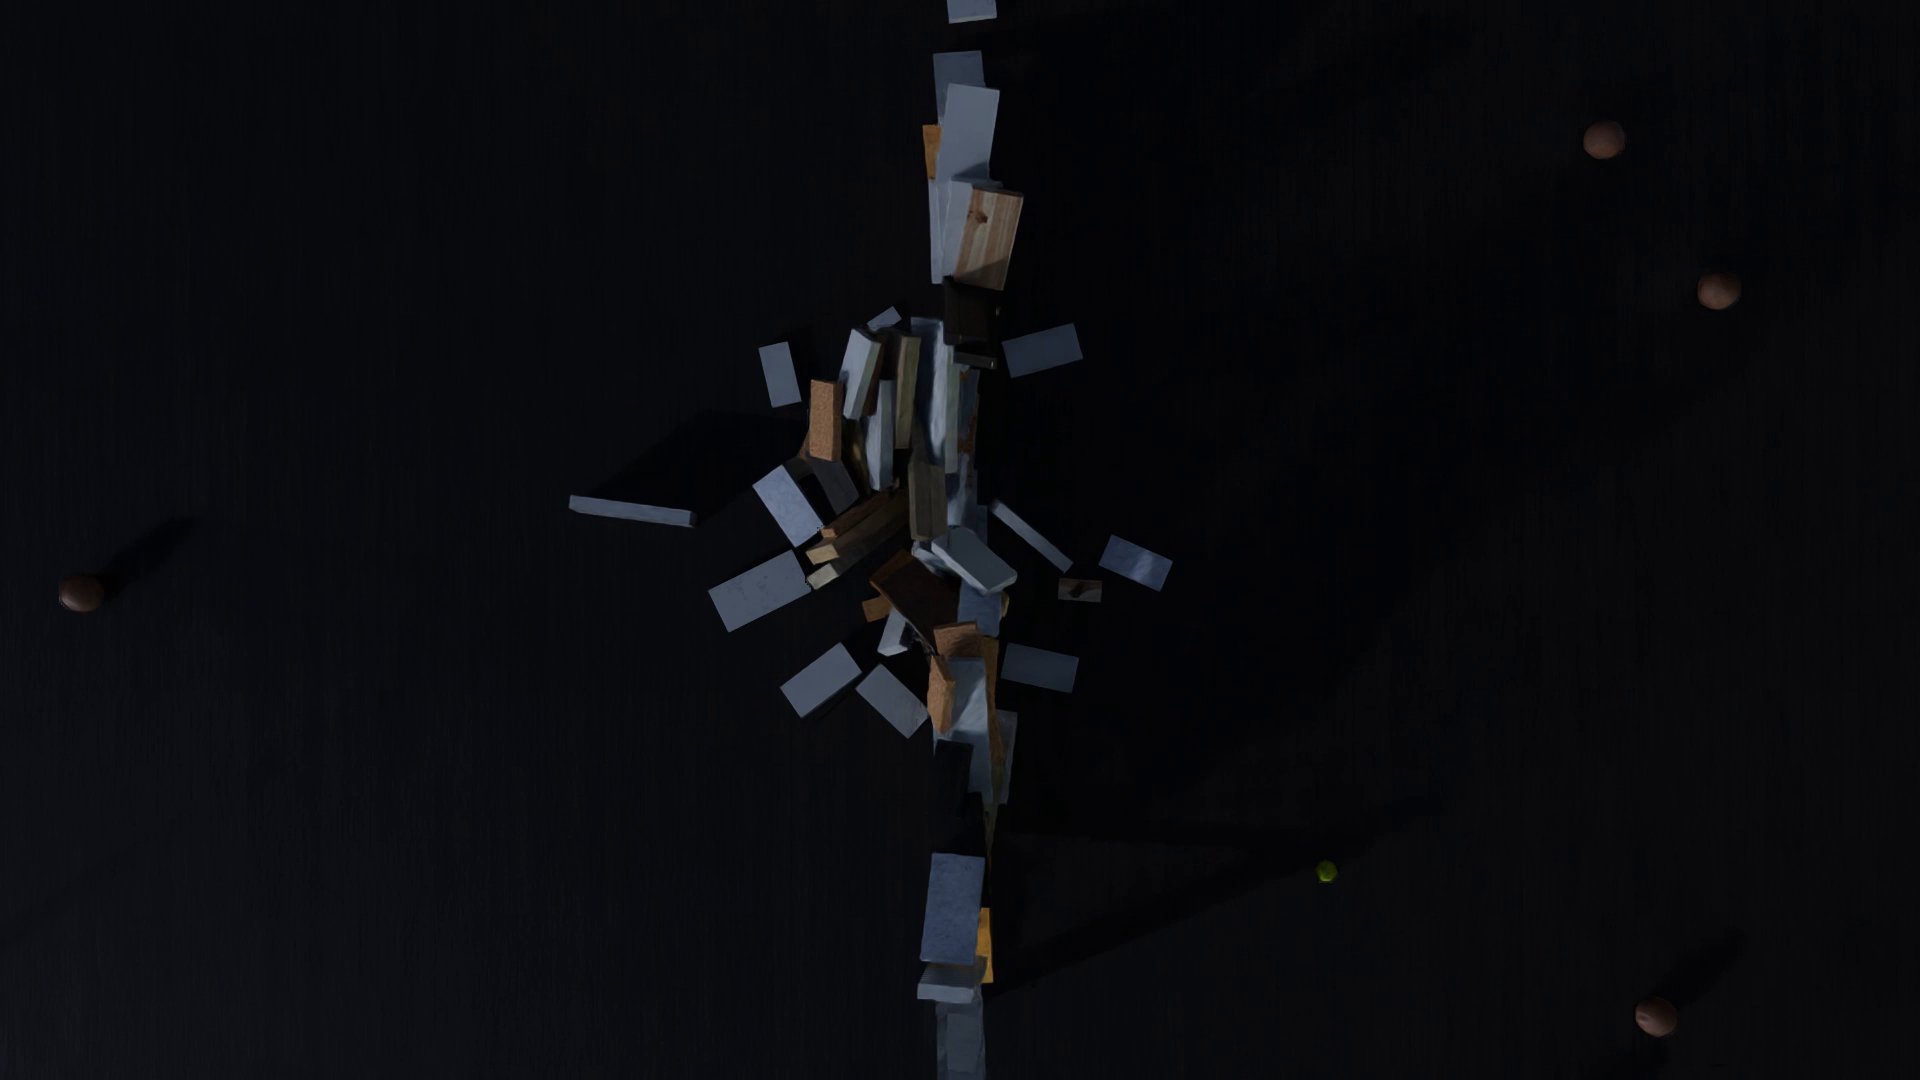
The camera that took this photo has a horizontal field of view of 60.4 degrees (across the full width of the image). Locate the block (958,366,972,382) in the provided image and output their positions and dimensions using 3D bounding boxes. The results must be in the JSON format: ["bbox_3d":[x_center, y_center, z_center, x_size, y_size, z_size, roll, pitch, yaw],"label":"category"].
[{"bbox_3d":[0.013,-0.566,5.346,0.049,0.014,0.098,14,69,3],"label":"block"}]

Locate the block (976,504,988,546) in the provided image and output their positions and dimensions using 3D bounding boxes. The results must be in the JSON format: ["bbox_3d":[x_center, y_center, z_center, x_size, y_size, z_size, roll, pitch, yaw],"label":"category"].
[{"bbox_3d":[0.004,0.054,5.421,0.173,0.049,0.347,1,71,0],"label":"block"}]

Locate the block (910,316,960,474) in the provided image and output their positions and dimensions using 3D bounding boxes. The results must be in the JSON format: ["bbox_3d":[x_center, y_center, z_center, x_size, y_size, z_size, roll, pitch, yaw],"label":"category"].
[{"bbox_3d":[-0.083,-0.467,5.302,0.051,0.180,0.485,-10,107,-41],"label":"block"}]

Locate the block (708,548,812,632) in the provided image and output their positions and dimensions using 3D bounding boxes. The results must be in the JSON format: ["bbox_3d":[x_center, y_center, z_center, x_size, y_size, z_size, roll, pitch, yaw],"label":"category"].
[{"bbox_3d":[-0.661,0.168,5.478,0.310,0.044,0.155,-26,90,0],"label":"block"}]

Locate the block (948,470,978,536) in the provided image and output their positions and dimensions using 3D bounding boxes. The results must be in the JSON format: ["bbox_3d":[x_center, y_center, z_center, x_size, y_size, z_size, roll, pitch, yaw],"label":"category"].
[{"bbox_3d":[-0.002,-0.121,5.436,0.118,0.034,0.237,1,66,0],"label":"block"}]

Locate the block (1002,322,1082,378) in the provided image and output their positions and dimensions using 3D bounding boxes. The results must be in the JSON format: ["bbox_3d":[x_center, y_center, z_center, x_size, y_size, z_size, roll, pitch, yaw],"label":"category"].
[{"bbox_3d":[0.273,-0.629,5.483,0.247,0.035,0.123,-15,90,0],"label":"block"}]

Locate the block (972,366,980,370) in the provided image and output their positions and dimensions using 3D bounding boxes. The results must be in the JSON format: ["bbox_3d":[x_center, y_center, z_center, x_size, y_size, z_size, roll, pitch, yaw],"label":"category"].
[{"bbox_3d":[0.028,-0.640,5.401,0.098,0.028,0.195,9,88,3],"label":"block"}]

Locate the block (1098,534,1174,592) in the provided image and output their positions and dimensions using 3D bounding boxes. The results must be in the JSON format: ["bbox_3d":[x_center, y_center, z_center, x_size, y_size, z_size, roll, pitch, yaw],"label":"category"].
[{"bbox_3d":[0.583,0.077,5.484,0.223,0.032,0.112,24,90,0],"label":"block"}]

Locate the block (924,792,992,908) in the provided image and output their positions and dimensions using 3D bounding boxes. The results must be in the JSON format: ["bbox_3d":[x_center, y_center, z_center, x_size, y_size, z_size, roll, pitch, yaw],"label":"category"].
[{"bbox_3d":[-0.006,0.919,4.869,0.168,0.048,0.336,-5,82,5],"label":"block"}]

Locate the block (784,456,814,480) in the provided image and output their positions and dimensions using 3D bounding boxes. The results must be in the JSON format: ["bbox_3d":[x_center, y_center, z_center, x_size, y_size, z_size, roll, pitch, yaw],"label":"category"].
[{"bbox_3d":[-0.514,-0.254,5.489,0.150,0.021,0.075,-30,90,0],"label":"block"}]

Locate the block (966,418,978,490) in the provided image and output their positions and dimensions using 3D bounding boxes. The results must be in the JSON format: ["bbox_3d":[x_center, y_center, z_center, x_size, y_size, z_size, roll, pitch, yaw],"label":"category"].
[{"bbox_3d":[-0.010,-0.290,5.453,0.118,0.034,0.237,4,76,1],"label":"block"}]

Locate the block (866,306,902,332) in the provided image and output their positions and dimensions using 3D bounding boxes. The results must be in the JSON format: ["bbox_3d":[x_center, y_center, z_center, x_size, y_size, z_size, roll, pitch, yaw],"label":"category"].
[{"bbox_3d":[-0.252,-0.728,5.493,0.105,0.015,0.053,-33,90,0],"label":"block"}]

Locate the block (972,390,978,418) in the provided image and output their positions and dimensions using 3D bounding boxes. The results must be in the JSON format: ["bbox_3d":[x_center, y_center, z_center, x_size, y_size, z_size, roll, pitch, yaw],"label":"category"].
[{"bbox_3d":[0.003,-0.514,5.449,0.114,0.032,0.228,1,72,0],"label":"block"}]

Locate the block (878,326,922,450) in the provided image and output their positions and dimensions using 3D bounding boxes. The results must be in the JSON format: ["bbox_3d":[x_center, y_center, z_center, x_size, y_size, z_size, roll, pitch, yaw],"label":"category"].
[{"bbox_3d":[-0.213,-0.489,5.291,0.051,0.180,0.360,-4,109,-33],"label":"block"}]

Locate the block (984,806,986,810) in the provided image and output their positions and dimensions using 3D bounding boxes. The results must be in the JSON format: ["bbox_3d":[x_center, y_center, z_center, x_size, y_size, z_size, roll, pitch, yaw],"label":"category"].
[{"bbox_3d":[0.030,0.863,4.991,0.065,0.018,0.130,15,91,4],"label":"block"}]

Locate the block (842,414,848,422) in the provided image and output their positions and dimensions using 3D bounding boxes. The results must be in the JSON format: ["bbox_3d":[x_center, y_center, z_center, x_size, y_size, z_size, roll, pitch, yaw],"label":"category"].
[{"bbox_3d":[-0.387,-0.416,5.486,0.199,0.028,0.099,7,90,0],"label":"block"}]

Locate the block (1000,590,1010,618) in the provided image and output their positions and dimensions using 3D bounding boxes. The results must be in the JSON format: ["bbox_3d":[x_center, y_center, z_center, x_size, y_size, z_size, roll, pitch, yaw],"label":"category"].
[{"bbox_3d":[0.138,0.208,5.452,0.013,0.095,0.047,-28,55,-32],"label":"block"}]

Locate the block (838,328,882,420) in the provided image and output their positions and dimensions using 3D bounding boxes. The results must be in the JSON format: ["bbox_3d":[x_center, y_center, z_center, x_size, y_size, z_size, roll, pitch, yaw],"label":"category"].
[{"bbox_3d":[-0.329,-0.525,5.219,0.037,0.130,0.260,4,113,-35],"label":"block"}]

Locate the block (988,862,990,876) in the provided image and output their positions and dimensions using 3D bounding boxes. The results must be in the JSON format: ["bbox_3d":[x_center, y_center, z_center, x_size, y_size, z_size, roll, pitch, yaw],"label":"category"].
[{"bbox_3d":[0.022,1.156,5.245,0.149,0.042,0.299,-2,85,4],"label":"block"}]

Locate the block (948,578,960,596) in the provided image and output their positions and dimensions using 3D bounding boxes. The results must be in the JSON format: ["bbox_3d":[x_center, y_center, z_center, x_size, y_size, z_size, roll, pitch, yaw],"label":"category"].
[{"bbox_3d":[0.041,0.146,5.290,0.144,0.020,0.072,-18,80,-1],"label":"block"}]

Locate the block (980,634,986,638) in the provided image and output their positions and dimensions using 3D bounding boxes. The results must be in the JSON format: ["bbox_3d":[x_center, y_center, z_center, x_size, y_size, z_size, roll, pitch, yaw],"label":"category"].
[{"bbox_3d":[-0.004,0.257,5.401,0.173,0.049,0.347,1,63,0],"label":"block"}]

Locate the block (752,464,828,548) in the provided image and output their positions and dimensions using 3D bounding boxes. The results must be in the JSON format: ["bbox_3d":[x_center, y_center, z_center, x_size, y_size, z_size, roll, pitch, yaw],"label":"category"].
[{"bbox_3d":[-0.564,-0.114,5.469,0.126,0.036,0.253,-35,90,12],"label":"block"}]

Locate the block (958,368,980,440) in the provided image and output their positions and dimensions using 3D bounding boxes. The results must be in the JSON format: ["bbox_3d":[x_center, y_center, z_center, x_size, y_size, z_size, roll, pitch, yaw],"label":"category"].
[{"bbox_3d":[-0.011,-0.452,5.377,0.114,0.032,0.228,11,95,2],"label":"block"}]

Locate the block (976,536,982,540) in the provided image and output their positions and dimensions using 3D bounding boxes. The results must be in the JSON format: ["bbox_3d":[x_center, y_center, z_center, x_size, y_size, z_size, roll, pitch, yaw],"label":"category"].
[{"bbox_3d":[0.036,0.030,5.342,0.047,0.013,0.095,12,72,4],"label":"block"}]

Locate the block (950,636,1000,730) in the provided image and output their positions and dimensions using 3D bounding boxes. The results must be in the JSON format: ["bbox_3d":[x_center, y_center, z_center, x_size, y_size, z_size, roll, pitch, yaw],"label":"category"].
[{"bbox_3d":[0.035,0.433,4.968,0.146,0.041,0.292,5,108,4],"label":"block"}]

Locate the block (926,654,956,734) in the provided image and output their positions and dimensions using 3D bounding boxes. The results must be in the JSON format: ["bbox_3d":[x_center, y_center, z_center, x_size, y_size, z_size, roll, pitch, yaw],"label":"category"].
[{"bbox_3d":[-0.057,0.454,4.864,0.031,0.110,0.220,-11,134,-19],"label":"block"}]

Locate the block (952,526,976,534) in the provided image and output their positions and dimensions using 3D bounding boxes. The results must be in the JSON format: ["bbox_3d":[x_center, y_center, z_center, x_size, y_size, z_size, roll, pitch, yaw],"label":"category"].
[{"bbox_3d":[-0.012,0.028,5.322,0.072,0.020,0.144,12,70,33],"label":"block"}]

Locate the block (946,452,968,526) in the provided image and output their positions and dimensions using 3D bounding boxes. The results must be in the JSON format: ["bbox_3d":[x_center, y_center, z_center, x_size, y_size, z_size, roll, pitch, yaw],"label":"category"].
[{"bbox_3d":[-0.041,-0.162,5.354,0.118,0.034,0.237,-4,73,36],"label":"block"}]

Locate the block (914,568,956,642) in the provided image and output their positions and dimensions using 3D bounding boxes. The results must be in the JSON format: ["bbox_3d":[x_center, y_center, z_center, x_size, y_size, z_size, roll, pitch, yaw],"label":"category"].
[{"bbox_3d":[-0.033,0.179,5.327,0.173,0.049,0.347,19,73,6],"label":"block"}]

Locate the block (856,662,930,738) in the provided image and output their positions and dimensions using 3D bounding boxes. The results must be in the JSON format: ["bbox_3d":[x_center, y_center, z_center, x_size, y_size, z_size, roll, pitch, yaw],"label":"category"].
[{"bbox_3d":[-0.219,0.532,5.472,0.242,0.034,0.121,44,90,-5],"label":"block"}]

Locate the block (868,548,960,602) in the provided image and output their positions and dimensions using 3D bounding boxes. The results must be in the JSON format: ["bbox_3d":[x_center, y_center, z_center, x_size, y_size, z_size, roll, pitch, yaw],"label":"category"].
[{"bbox_3d":[-0.127,0.167,5.113,0.149,0.042,0.299,-42,61,-15],"label":"block"}]

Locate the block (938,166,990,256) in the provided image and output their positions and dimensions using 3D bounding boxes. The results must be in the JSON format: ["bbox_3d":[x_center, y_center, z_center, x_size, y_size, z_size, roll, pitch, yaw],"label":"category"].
[{"bbox_3d":[0.014,-1.047,5.334,0.169,0.048,0.338,-2,105,-1],"label":"block"}]

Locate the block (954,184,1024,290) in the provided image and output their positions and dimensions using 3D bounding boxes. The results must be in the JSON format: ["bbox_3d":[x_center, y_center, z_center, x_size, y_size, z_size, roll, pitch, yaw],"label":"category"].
[{"bbox_3d":[0.089,-0.951,5.199,0.159,0.045,0.319,8,123,-8],"label":"block"}]

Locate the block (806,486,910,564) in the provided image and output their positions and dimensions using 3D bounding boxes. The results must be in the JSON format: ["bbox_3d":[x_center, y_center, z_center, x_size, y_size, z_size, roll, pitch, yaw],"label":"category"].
[{"bbox_3d":[-0.312,-0.047,5.259,0.353,0.176,0.050,-38,102,-31],"label":"block"}]

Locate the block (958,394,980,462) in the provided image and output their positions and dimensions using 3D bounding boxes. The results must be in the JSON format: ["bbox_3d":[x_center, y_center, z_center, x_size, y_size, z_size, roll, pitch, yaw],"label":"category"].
[{"bbox_3d":[-0.007,-0.378,5.439,0.114,0.032,0.228,8,72,3],"label":"block"}]

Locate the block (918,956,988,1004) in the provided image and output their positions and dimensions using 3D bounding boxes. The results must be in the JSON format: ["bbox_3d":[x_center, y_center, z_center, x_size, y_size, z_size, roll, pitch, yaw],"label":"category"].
[{"bbox_3d":[-0.019,1.248,4.714,0.154,0.308,0.044,4,93,8],"label":"block"}]

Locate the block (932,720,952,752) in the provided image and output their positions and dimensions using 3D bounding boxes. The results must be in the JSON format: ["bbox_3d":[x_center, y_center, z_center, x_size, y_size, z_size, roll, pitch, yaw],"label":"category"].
[{"bbox_3d":[0.001,0.710,5.323,0.169,0.048,0.338,-3,92,0],"label":"block"}]

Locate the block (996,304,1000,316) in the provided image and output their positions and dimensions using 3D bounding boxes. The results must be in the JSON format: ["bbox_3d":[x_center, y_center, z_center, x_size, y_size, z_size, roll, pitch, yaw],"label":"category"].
[{"bbox_3d":[0.036,-0.778,5.381,0.184,0.092,0.026,36,129,33],"label":"block"}]

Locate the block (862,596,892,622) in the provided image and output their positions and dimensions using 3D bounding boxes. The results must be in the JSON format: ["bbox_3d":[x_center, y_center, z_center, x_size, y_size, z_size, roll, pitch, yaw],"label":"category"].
[{"bbox_3d":[-0.249,0.219,5.490,0.143,0.020,0.072,-17,90,0],"label":"block"}]

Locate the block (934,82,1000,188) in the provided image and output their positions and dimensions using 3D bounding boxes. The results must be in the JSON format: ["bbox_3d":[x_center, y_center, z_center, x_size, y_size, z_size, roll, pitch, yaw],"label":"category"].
[{"bbox_3d":[0.021,-1.255,5.147,0.160,0.045,0.320,7,112,-6],"label":"block"}]

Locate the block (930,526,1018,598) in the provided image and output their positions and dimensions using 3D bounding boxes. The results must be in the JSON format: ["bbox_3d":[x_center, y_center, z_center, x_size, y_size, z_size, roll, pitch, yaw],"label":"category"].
[{"bbox_3d":[0.043,0.065,5.056,0.127,0.036,0.254,-28,56,-34],"label":"block"}]

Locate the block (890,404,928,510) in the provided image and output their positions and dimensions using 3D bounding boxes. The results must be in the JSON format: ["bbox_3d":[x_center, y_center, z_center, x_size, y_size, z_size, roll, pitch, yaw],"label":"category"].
[{"bbox_3d":[-0.172,-0.247,5.365,0.051,0.180,0.360,-7,85,-33],"label":"block"}]

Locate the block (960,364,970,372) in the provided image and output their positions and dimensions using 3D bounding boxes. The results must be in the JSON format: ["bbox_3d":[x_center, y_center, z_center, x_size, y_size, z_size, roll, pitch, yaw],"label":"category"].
[{"bbox_3d":[0.030,-0.638,5.332,0.092,0.026,0.194,24,77,38],"label":"block"}]
